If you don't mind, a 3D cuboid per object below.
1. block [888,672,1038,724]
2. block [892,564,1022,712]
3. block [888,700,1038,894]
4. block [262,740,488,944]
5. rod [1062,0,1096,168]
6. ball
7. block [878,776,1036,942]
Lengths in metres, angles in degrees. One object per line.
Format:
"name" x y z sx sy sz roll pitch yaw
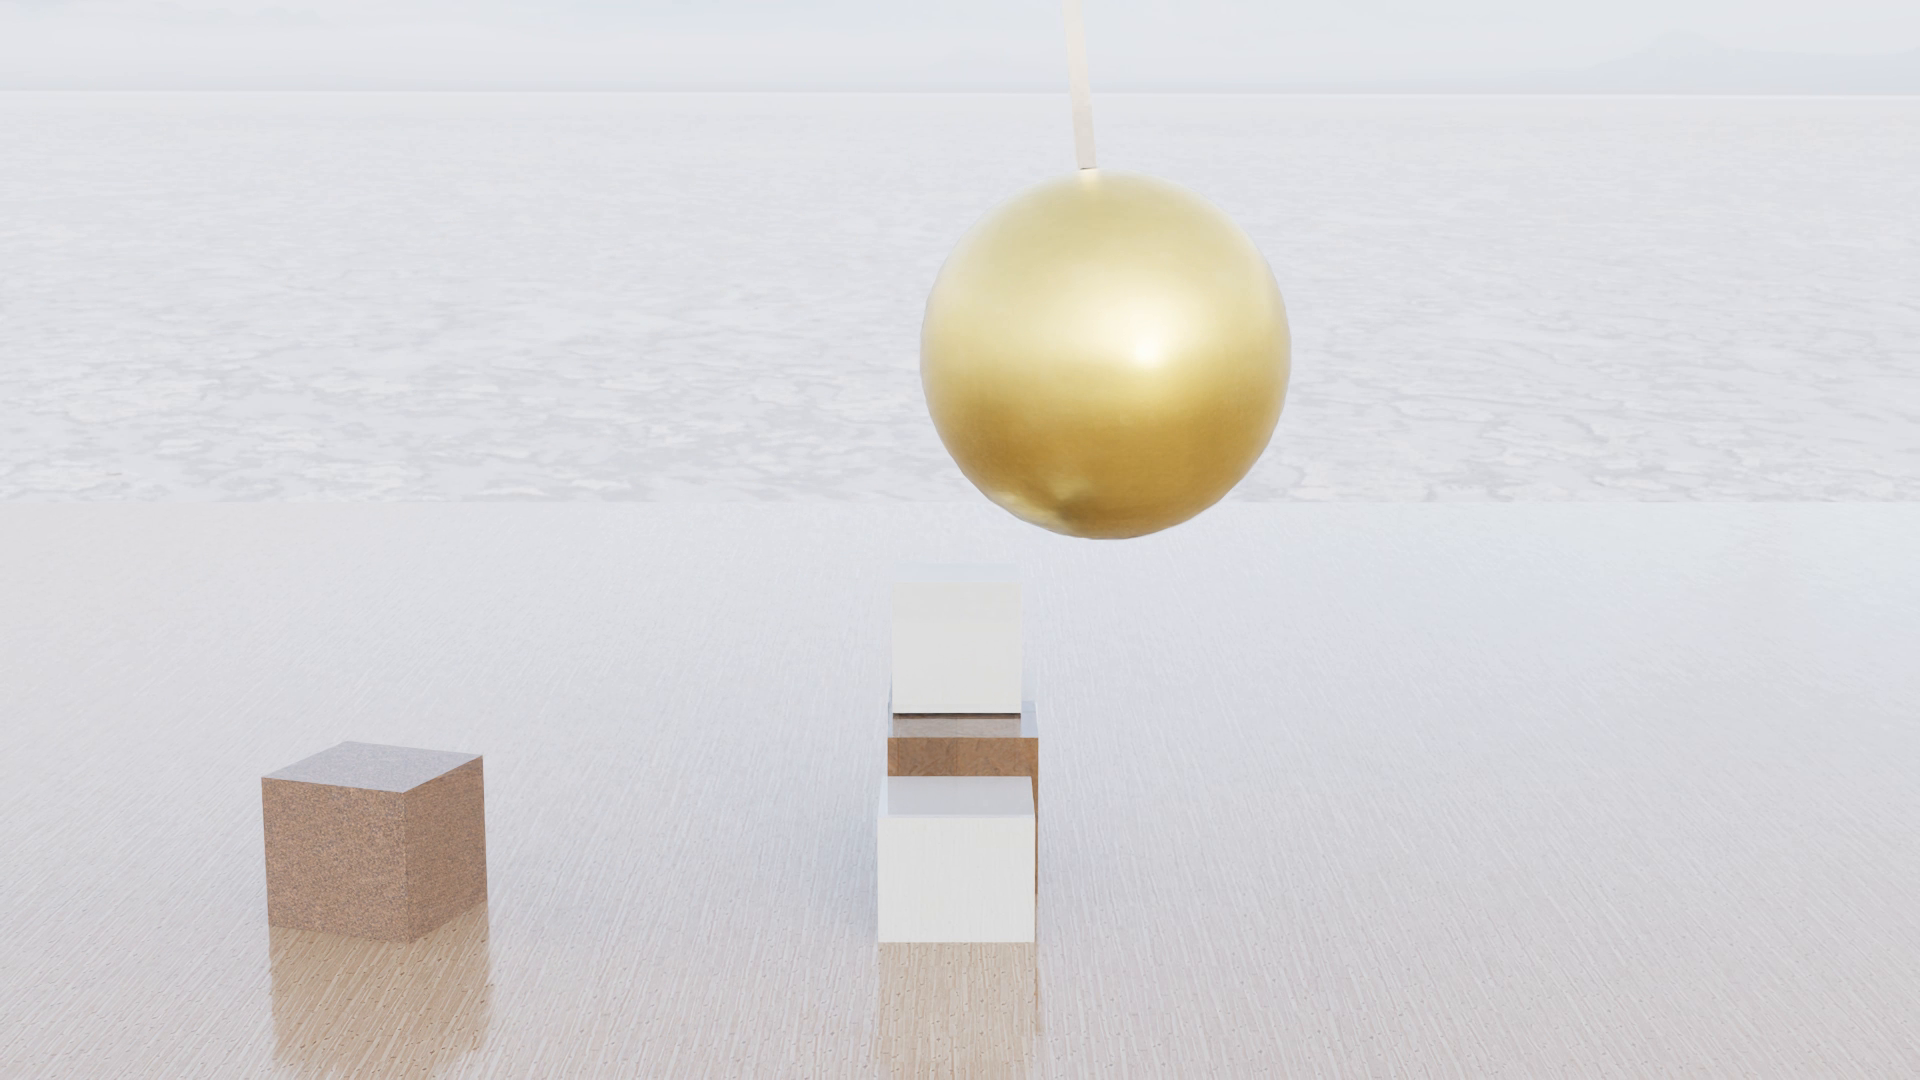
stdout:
"block" 0.012 1.023 12.027 0.680 0.683 0.616 0 10 0
"block" -0.015 0.437 11.625 0.571 0.585 0.599 0 7 0
"block" 0.014 1.132 11.385 0.649 0.699 0.655 0 10 0
"block" -2.461 1.263 10.824 0.678 0.641 0.623 4 11 20
"rod" 0.270 -4.125 10.430 0.080 5.200 0.080 -6 10 1
"ball" 0.623 -0.798 11.035 1.600 1.600 1.600 0 10 0
"block" -0.016 1.332 10.767 0.641 0.528 0.626 0 10 0
